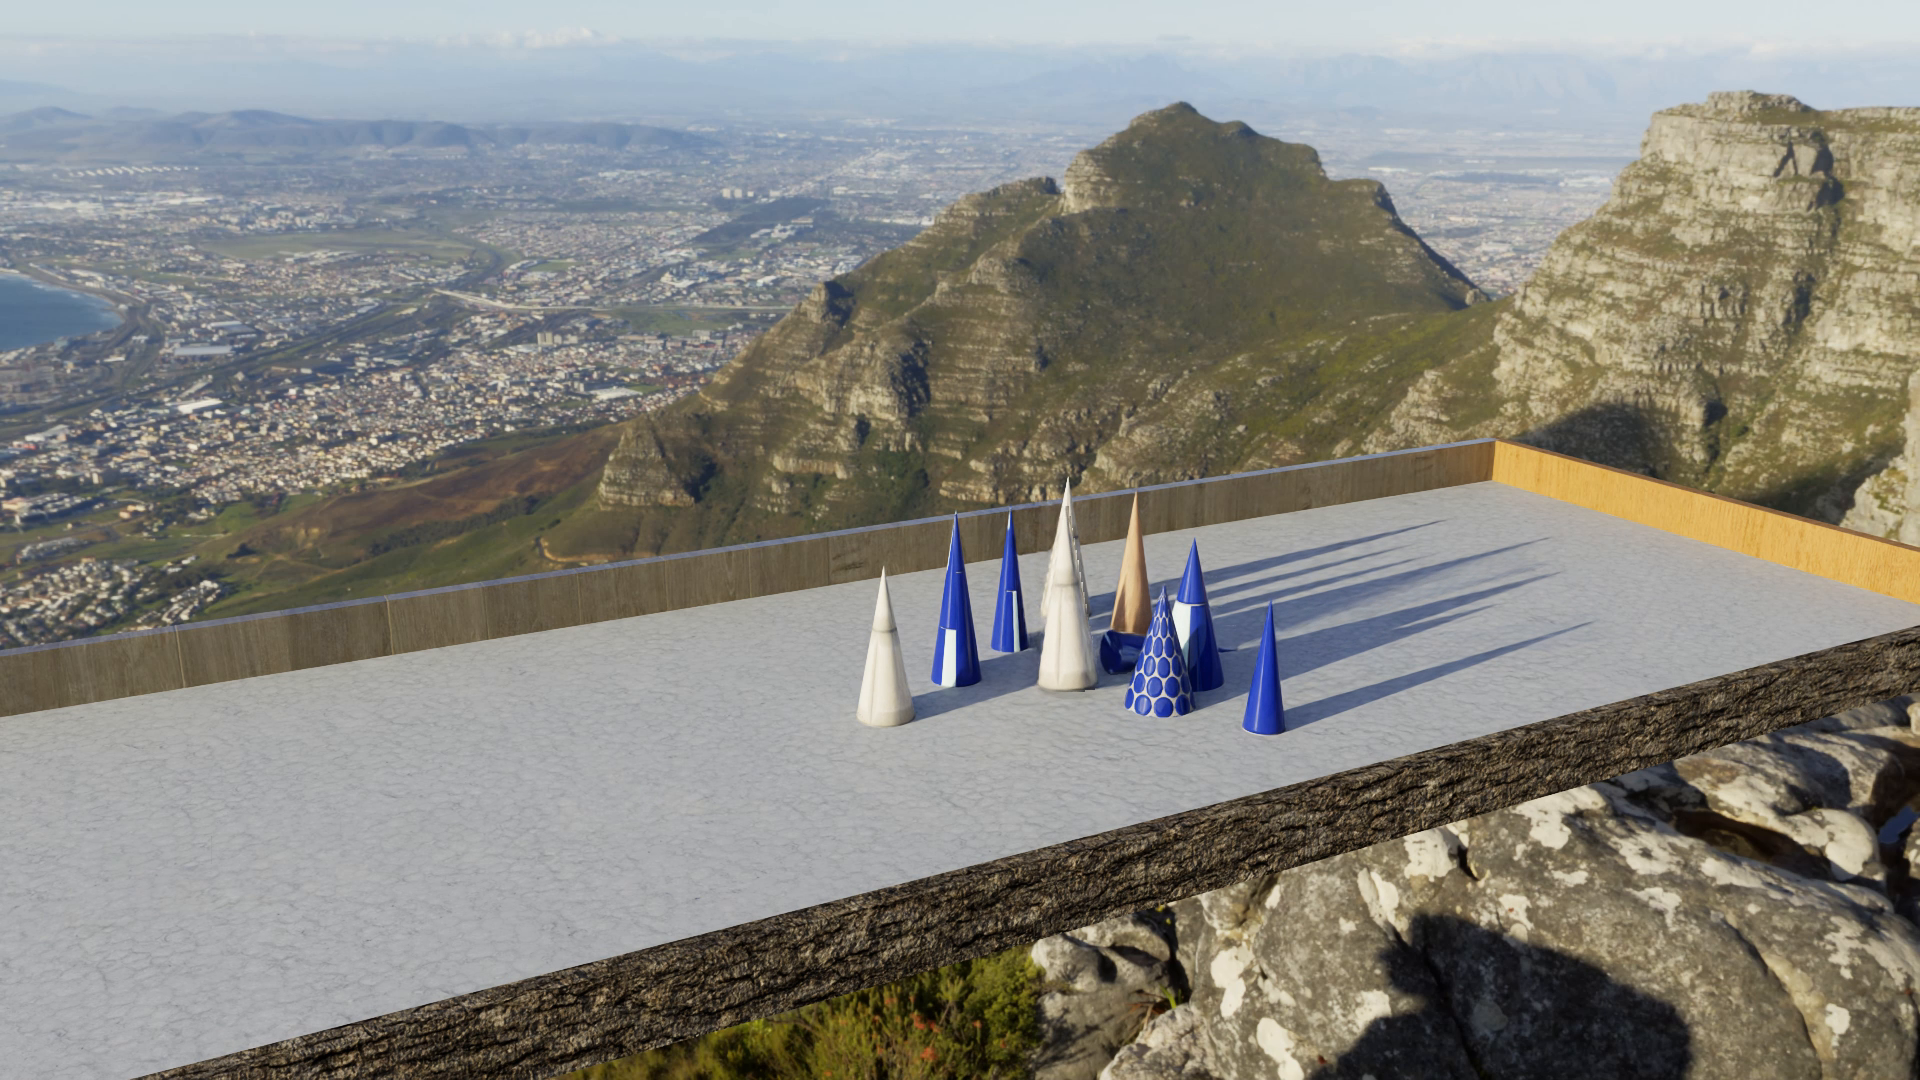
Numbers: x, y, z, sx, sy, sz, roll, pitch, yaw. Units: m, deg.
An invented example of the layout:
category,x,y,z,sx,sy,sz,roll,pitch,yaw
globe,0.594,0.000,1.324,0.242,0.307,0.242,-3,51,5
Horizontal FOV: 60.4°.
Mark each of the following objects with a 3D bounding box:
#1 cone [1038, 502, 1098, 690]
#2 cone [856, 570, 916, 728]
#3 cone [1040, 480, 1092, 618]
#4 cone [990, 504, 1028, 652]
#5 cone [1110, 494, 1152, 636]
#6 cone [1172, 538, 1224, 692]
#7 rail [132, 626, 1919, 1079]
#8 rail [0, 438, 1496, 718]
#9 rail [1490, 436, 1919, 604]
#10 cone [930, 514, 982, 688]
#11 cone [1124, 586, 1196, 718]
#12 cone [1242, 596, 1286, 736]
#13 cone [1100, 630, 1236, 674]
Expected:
category,x,y,z,sx,sy,sz,roll,pitch,yaw
cone,0.262,0.130,4.075,0.151,0.455,0.151,-1,8,0
cone,-0.177,0.239,3.876,0.141,0.376,0.141,0,16,0
cone,0.298,0.014,4.603,0.146,0.397,0.146,0,16,0
cone,0.132,0.092,4.340,0.102,0.396,0.102,0,16,0
cone,0.454,0.078,4.308,0.132,0.441,0.132,0,16,0
cone,0.578,0.171,4.111,0.179,0.373,0.179,0,16,0
rail,-2.336,1.006,1.665,12.000,0.150,0.050,-9,18,-27
rail,-3.305,0.497,3.399,12.000,0.150,0.050,-9,18,-27
rail,2.466,-0.048,5.253,0.050,0.150,2.100,-9,18,-27
cone,-0.010,0.136,4.106,0.129,0.444,0.129,0,16,0
cone,0.485,0.250,3.960,0.177,0.307,0.177,0,16,0
cone,0.711,0.284,3.816,0.101,0.323,0.101,0,16,0
cone,0.558,0.288,4.277,0.388,0.109,0.109,1,14,-25
